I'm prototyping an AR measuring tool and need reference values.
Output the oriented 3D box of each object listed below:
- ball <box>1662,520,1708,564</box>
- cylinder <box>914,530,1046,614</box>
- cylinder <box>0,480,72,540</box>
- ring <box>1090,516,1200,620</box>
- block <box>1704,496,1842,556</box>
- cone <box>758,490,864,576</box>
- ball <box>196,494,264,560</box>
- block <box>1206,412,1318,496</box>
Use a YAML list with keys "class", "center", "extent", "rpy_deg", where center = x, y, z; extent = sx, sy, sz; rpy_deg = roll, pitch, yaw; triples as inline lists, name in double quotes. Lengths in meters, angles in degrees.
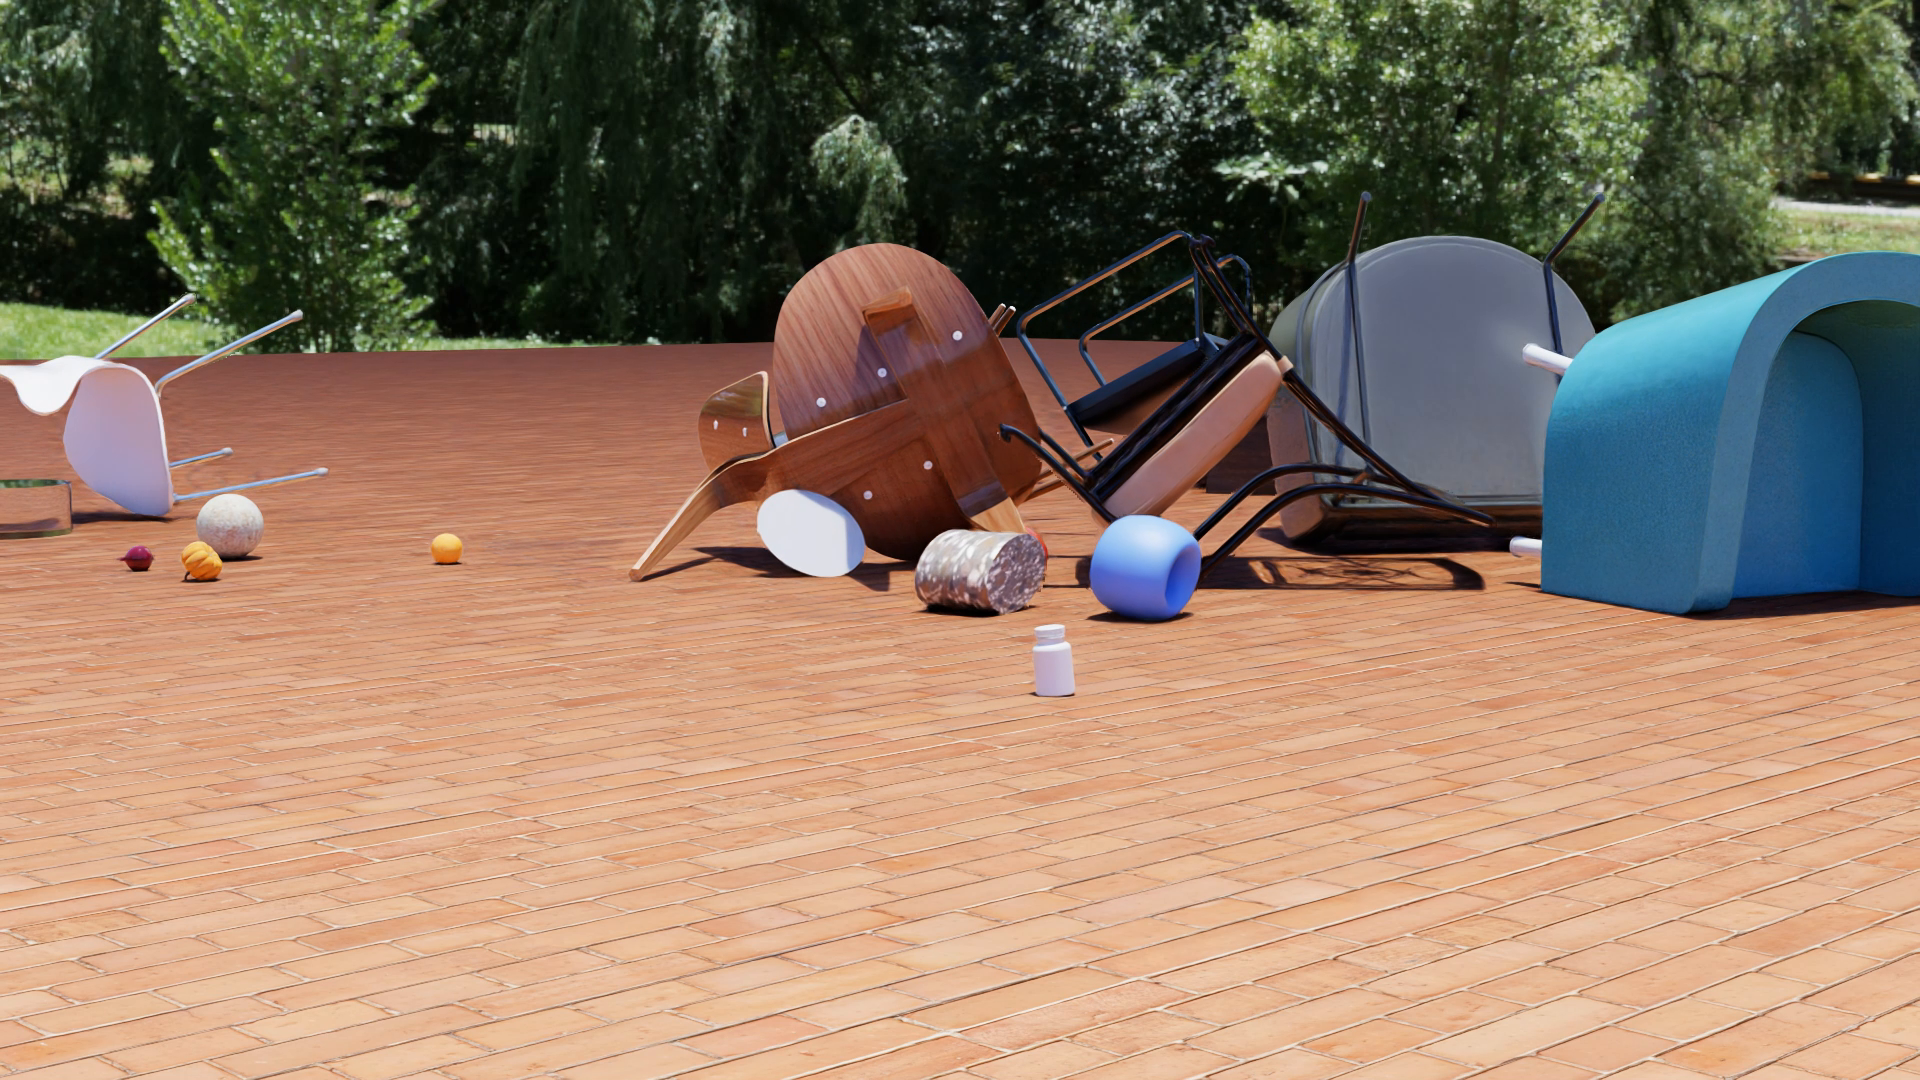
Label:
- class: "ball"
  center: [1.659, 0.005, 5.869]
  extent: [0.102, 0.102, 0.102]
  rpy_deg: [0, 6, 0]
- class: "cylinder"
  center: [0.041, 0.062, 5.077]
  extent: [0.166, 0.145, 0.227]
  rpy_deg: [4, 21, 32]
- class: "cylinder"
  center: [-2.427, -0.079, 6.554]
  extent: [0.295, 0.129, 0.300]
  rpy_deg: [5, 8, 40]
- class: "ring"
  center: [0.359, 0.054, 4.961]
  extent: [0.161, 0.198, 0.221]
  rpy_deg: [18, 26, 27]
- class: "block"
  center: [1.938, -0.033, 6.130]
  extent: [0.286, 0.123, 0.187]
  rpy_deg: [1, 6, 8]
- class: "cone"
  center: [-0.357, 0.024, 5.730]
  extent: [0.252, 0.208, 0.170]
  rpy_deg: [24, -34, -9]
- class: "ball"
  center: [-1.700, -0.032, 5.976]
  extent: [0.153, 0.153, 0.153]
  rpy_deg: [0, 6, 0]
- class: "block"
  center: [0.918, -0.262, 7.797]
  extent: [0.301, 0.238, 0.169]
  rpy_deg: [2, 6, 22]
